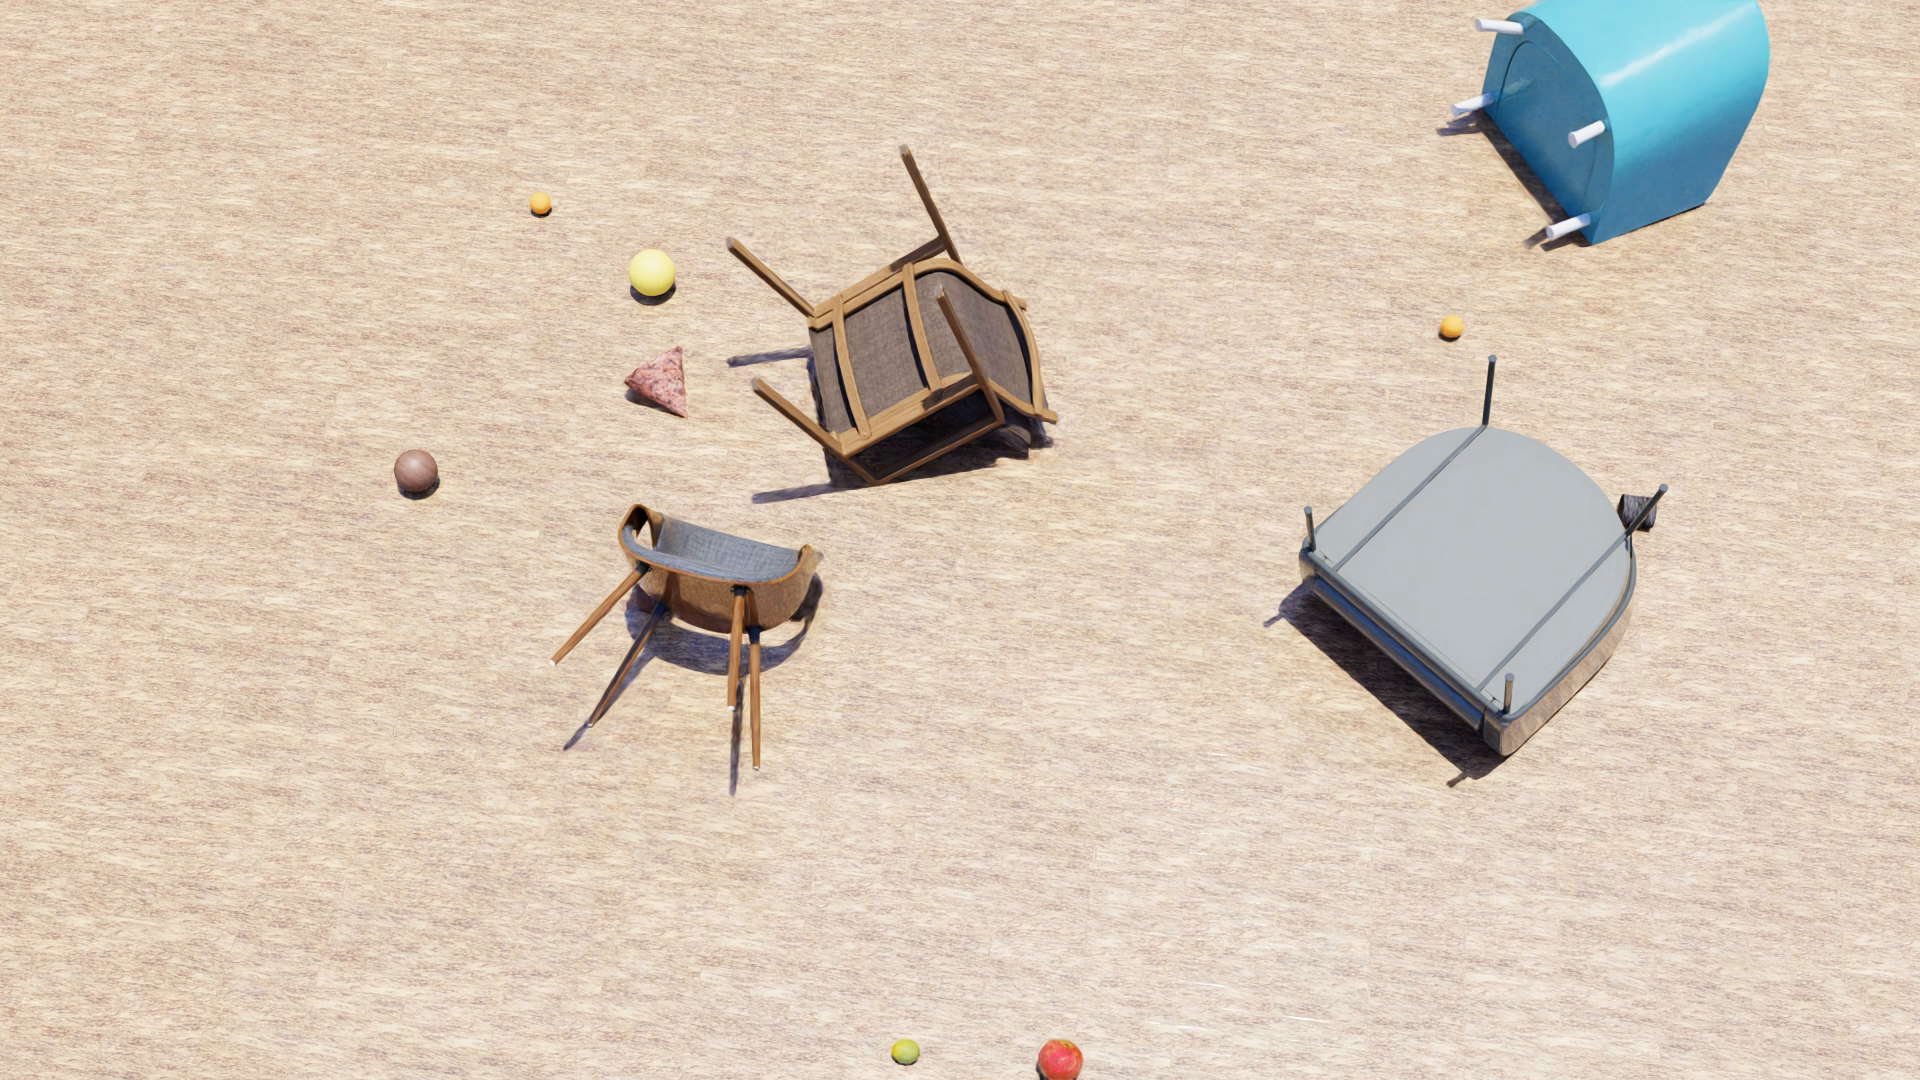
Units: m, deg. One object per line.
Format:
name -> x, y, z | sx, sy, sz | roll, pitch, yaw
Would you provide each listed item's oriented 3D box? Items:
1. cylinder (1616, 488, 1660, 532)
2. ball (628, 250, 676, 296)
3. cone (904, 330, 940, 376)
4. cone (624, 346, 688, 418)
cylinder -> 2.029, -0.088, 6.588 | 0.096, 0.075, 0.096 | 32, 79, -9
ball -> -0.989, -0.858, 7.059 | 0.150, 0.150, 0.150 | 0, 56, 0
cone -> -0.122, -0.608, 6.884 | 0.118, 0.158, 0.105 | 35, 63, 24
cone -> -0.899, -0.459, 6.826 | 0.212, 0.206, 0.203 | -33, 89, -32
